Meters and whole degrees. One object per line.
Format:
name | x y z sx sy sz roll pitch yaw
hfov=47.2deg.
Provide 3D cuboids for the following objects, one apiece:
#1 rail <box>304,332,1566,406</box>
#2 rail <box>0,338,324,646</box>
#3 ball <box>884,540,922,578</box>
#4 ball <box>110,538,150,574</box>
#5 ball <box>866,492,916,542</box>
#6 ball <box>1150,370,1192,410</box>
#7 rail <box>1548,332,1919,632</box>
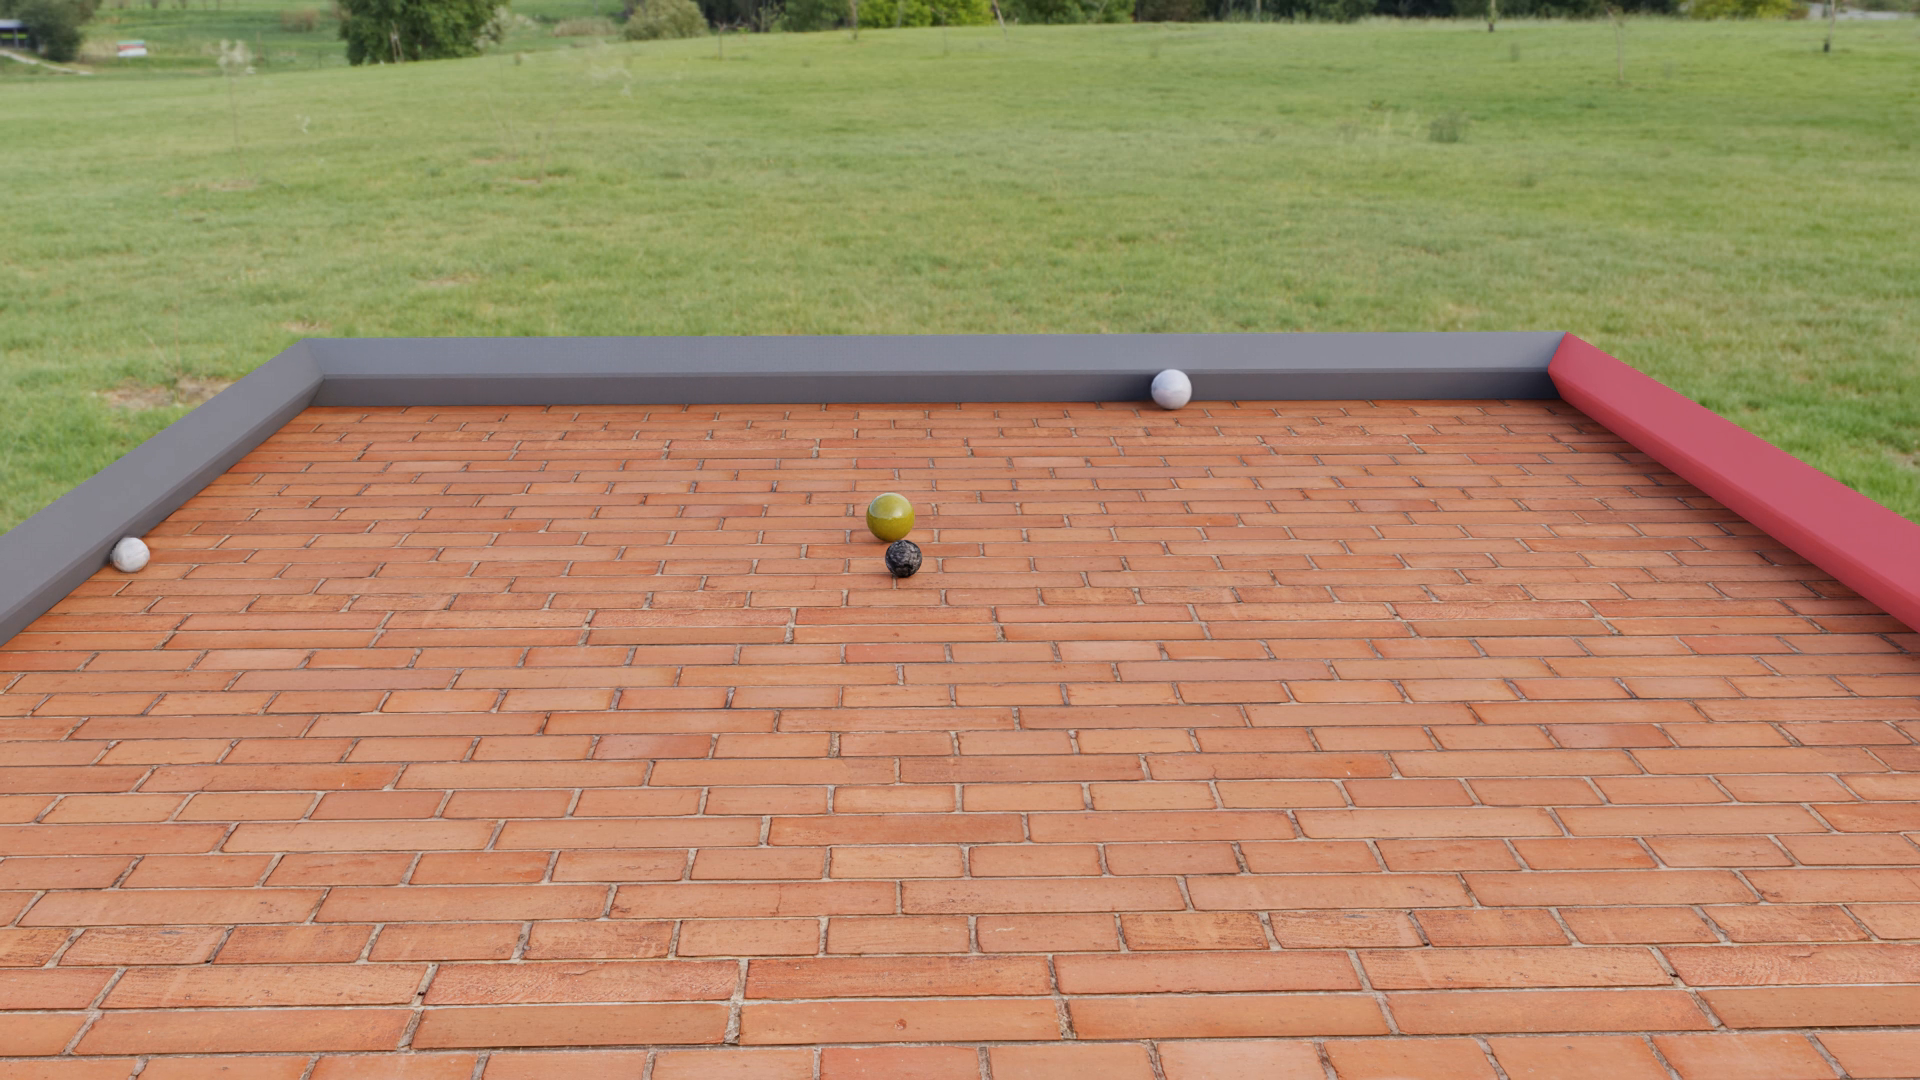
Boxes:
rail | -0.035 -0.307 3.995 2.303 0.124 0.045 0 15 -2
rail | -1.092 0.259 1.865 0.045 0.124 4.384 0 15 -2
ball | -0.074 0.024 2.897 0.049 0.049 0.049 0 15 0
ball | -1.100 0.020 2.916 0.048 0.048 0.048 0 15 0
ball | -0.097 -0.032 3.070 0.069 0.069 0.069 0 15 0
ball | 0.380 -0.271 3.960 0.074 0.074 0.074 0 15 0
rail | 1.163 0.240 1.936 0.045 0.124 4.384 0 15 -2
